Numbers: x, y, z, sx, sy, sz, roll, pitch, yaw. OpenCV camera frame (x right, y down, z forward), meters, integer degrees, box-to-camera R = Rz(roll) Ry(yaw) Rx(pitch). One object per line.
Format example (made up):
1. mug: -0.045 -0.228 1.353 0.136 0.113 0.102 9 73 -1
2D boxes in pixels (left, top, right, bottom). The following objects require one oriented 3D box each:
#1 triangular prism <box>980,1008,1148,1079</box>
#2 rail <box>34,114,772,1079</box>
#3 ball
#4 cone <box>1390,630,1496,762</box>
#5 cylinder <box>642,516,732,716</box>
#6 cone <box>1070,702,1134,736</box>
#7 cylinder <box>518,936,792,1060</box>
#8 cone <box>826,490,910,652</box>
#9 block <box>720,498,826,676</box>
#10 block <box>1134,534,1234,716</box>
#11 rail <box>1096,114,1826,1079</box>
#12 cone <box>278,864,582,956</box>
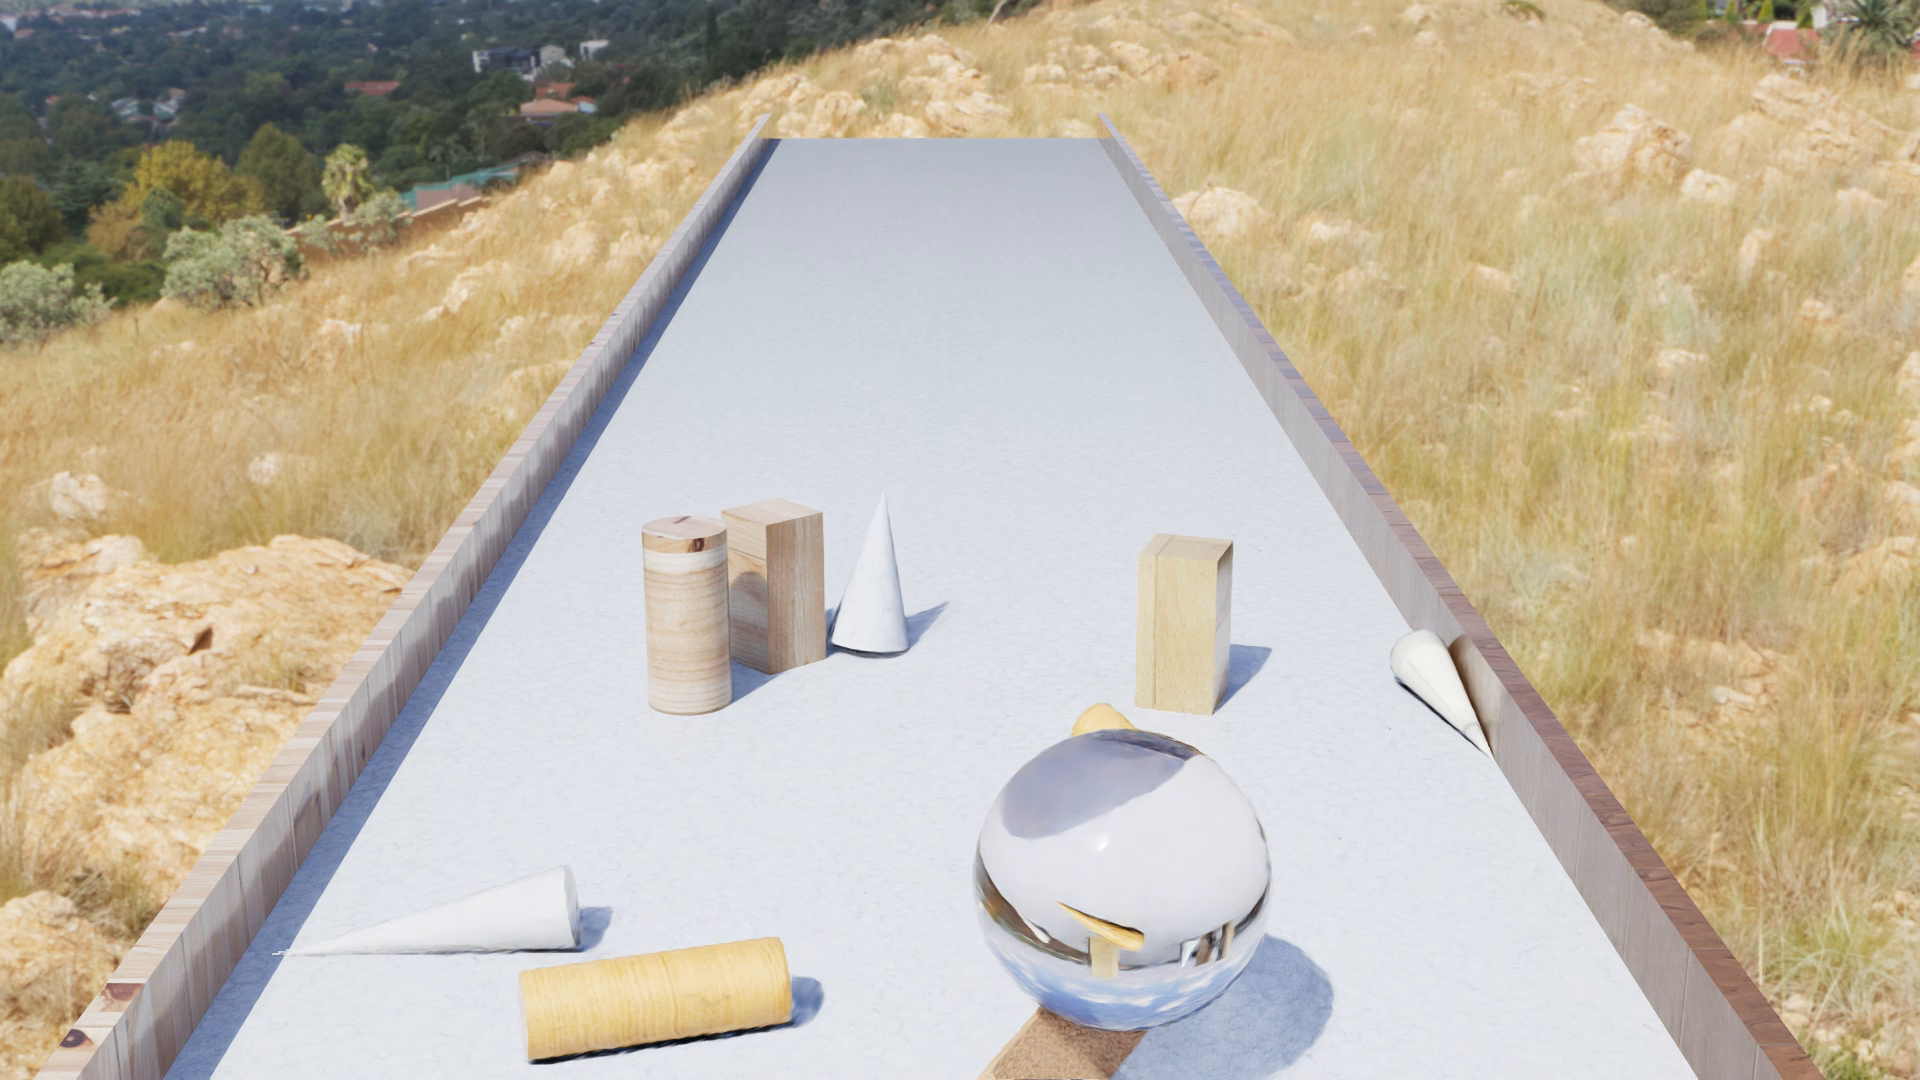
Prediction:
1. triangular prism: 0.116 0.643 2.833 0.141 0.122 0.392 10 19 24
2. rail: -1.118 -0.838 7.780 0.050 0.150 12.000 0 17 -1
3. ball: 0.201 0.420 2.727 0.373 0.373 0.373 0 17 0
4. cone: 0.919 0.311 4.081 0.116 0.116 0.411 -2 25 -8
5. cylinder: -0.514 0.142 4.145 0.158 0.345 0.158 0 17 0
6. cone: 0.358 0.415 3.738 0.109 0.109 0.427 -11 27 -33
7. cylinder: -0.410 0.614 2.954 0.349 0.118 0.118 -5 17 -16
8. cone: -0.169 0.052 4.456 0.172 0.317 0.172 6 10 -1
9. block: -0.371 0.091 4.382 0.144 0.307 0.144 -15 22 -40
10. block: 0.425 0.158 4.164 0.149 0.303 0.149 5 17 18
11. rail: 0.932 -0.844 7.801 0.050 0.150 12.000 0 17 -1
12. cone: -0.782 0.570 3.204 0.439 0.123 0.123 -9 17 -3
